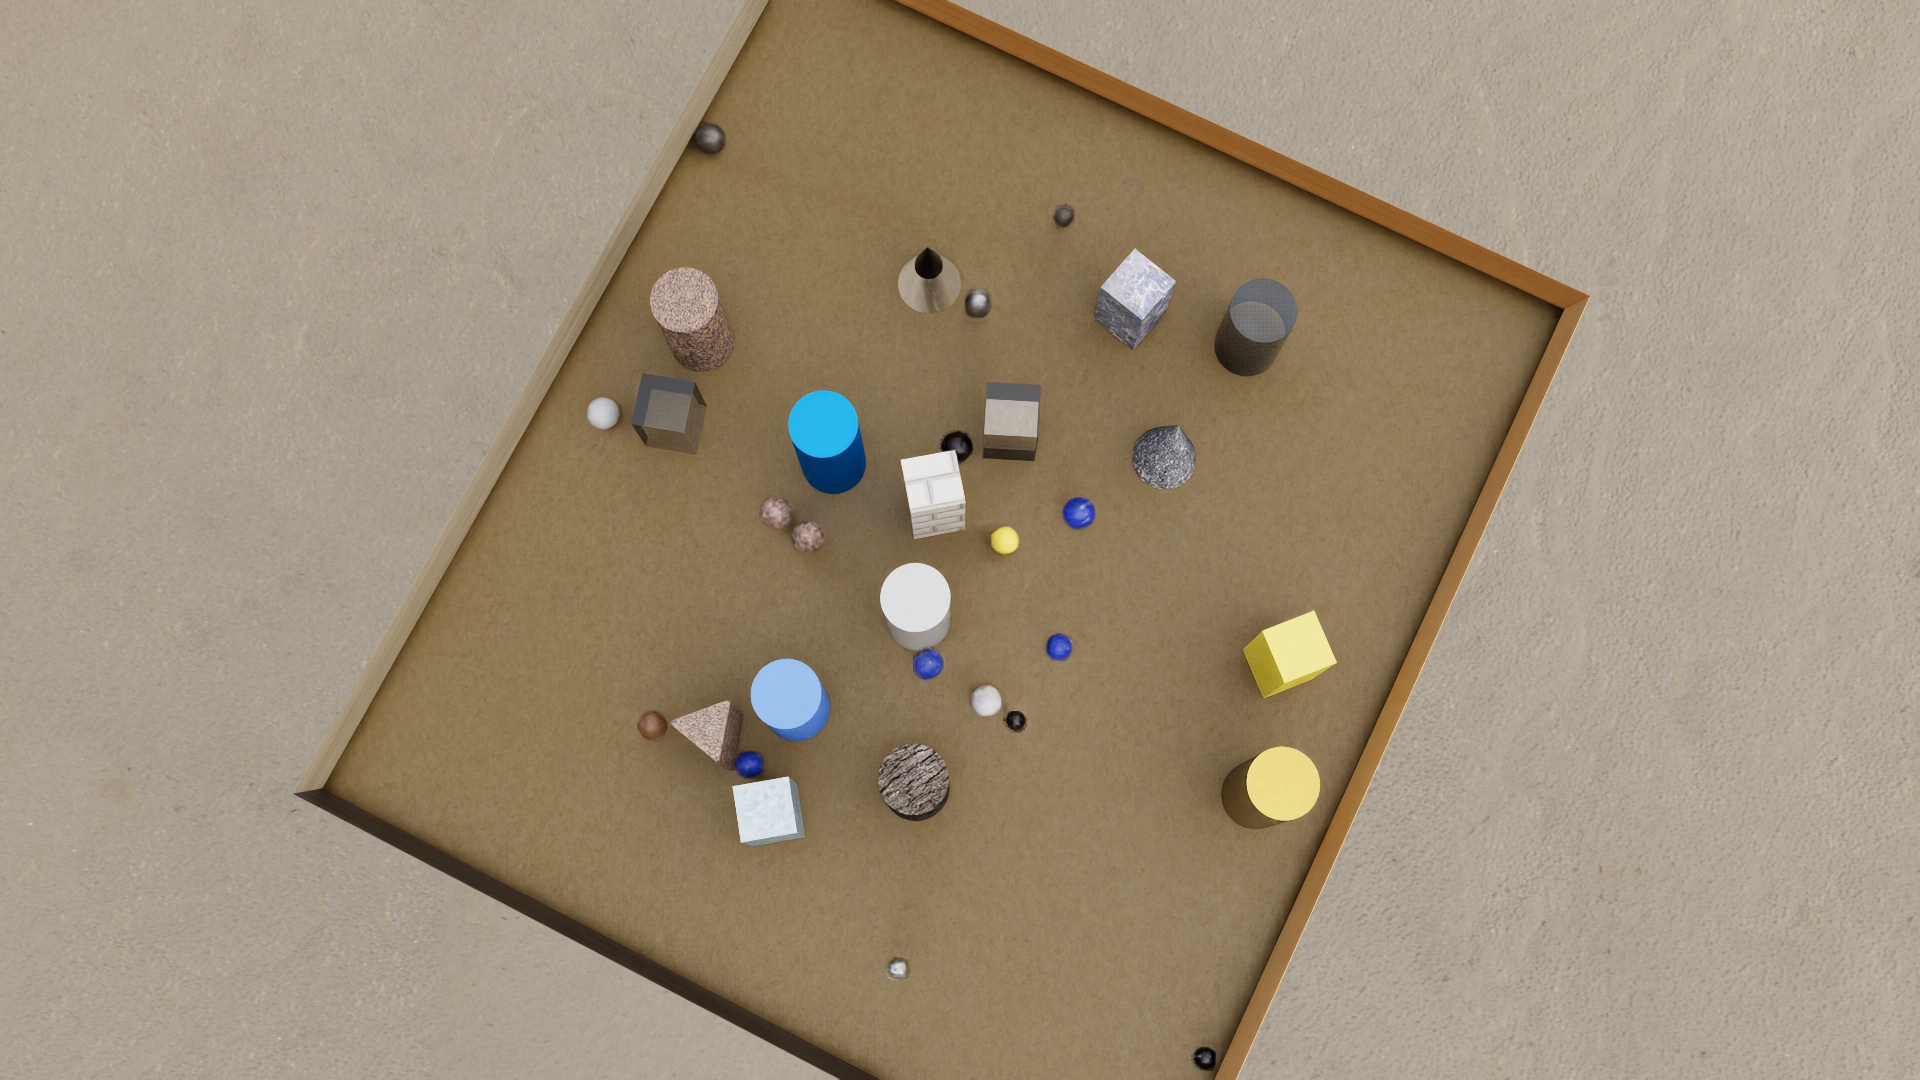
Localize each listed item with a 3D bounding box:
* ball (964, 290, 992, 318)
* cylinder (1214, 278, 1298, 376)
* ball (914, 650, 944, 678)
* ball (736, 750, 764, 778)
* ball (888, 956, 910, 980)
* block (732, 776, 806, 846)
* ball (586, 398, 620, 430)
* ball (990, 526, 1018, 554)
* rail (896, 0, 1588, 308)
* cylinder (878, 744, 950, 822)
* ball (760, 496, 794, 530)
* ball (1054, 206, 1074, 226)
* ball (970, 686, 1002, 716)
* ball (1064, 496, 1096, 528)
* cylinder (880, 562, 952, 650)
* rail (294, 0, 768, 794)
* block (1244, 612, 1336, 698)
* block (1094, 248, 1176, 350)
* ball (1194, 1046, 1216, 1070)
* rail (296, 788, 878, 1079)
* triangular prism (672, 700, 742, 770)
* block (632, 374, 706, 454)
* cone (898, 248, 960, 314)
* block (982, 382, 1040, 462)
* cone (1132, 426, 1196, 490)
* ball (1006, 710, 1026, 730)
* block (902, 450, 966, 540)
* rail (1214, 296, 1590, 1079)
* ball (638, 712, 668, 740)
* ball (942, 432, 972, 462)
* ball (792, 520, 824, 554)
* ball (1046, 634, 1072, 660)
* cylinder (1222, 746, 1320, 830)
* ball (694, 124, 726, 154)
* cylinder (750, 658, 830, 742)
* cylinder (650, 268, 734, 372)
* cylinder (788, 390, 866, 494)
[{"bbox_3d":[0.057,-0.738,5.726,0.084,0.084,0.084,0,78,0],"label":"ball"},{"bbox_3d":[0.897,-0.643,5.576,0.200,0.340,0.200,0,78,0],"label":"cylinder"},{"bbox_3d":[-0.093,0.372,5.495,0.087,0.087,0.087,0,78,0],"label":"ball"},{"bbox_3d":[-0.621,0.665,5.438,0.081,0.081,0.081,0,78,0],"label":"ball"},{"bbox_3d":[-0.179,1.245,5.325,0.066,0.066,0.066,0,78,0],"label":"ball"},{"bbox_3d":[-0.551,0.789,5.310,0.160,0.281,0.160,-10,78,-2],"label":"block"},{"bbox_3d":[-1.099,-0.391,5.647,0.100,0.100,0.100,0,78,0],"label":"ball"},{"bbox_3d":[0.136,0.001,5.573,0.085,0.085,0.085,0,78,0],"label":"ball"},{"bbox_3d":[0.682,-1.329,5.824,2.792,0.130,0.045,26,80,5],"label":"rail"},{"bbox_3d":[-0.131,0.705,5.305,0.200,0.325,0.200,0,78,0],"label":"cylinder"},{"bbox_3d":[-0.558,-0.082,5.583,0.099,0.099,0.099,0,78,0],"label":"ball"},{"bbox_3d":[0.329,-1.024,5.796,0.063,0.063,0.063,0,78,0],"label":"ball"},{"bbox_3d":[0.079,0.479,5.471,0.092,0.092,0.092,0,78,0],"label":"ball"},{"bbox_3d":[0.364,-0.083,5.584,0.098,0.098,0.098,0,78,0],"label":"ball"},{"bbox_3d":[-0.127,0.200,5.387,0.200,0.368,0.200,0,78,0],"label":"cylinder"},{"bbox_3d":[-1.228,-0.594,5.672,0.045,0.130,3.097,26,80,5],"label":"rail"},{"bbox_3d":[0.959,0.339,5.358,0.160,0.369,0.160,-21,79,-4],"label":"block"},{"bbox_3d":[0.533,-0.734,5.617,0.160,0.297,0.160,40,81,8],"label":"block"},{"bbox_3d":[0.705,1.492,5.275,0.065,0.065,0.065,0,78,0],"label":"ball"},{"bbox_3d":[-0.682,1.343,5.271,2.792,0.130,0.045,26,80,5],"label":"rail"},{"bbox_3d":[-0.700,0.545,5.334,0.173,0.333,0.150,39,81,7],"label":"triangular prism"},{"bbox_3d":[-0.880,-0.380,5.563,0.160,0.260,0.160,10,78,2],"label":"block"},{"bbox_3d":[-0.096,-0.843,5.628,0.200,0.319,0.200,0,78,0],"label":"cone"},{"bbox_3d":[0.155,-0.355,5.543,0.160,0.287,0.160,3,78,1],"label":"block"},{"bbox_3d":[0.632,-0.293,5.481,0.200,0.384,0.200,0,78,0],"label":"cone"},{"bbox_3d":[0.166,0.540,5.474,0.060,0.060,0.060,0,78,0],"label":"ball"},{"bbox_3d":[-0.077,-0.131,5.455,0.160,0.370,0.160,-11,79,-2],"label":"block"},{"bbox_3d":[1.228,0.608,5.424,0.045,0.130,3.097,26,80,5],"label":"rail"},{"bbox_3d":[-0.915,0.554,5.458,0.087,0.087,0.087,0,78,0],"label":"ball"},{"bbox_3d":[-0.009,-0.285,5.626,0.096,0.096,0.096,0,78,0],"label":"ball"},{"bbox_3d":[-0.462,-0.009,5.568,0.099,0.099,0.099,0,78,0],"label":"ball"},{"bbox_3d":[0.298,0.321,5.510,0.078,0.078,0.078,0,78,0],"label":"ball"},{"bbox_3d":[0.878,0.711,5.217,0.200,0.494,0.200,0,78,0],"label":"cylinder"},{"bbox_3d":[-0.795,-1.275,5.831,0.098,0.098,0.098,0,78,0],"label":"ball"},{"bbox_3d":[-0.490,0.469,5.338,0.200,0.355,0.200,0,78,0],"label":"cylinder"},{"bbox_3d":[-0.807,-0.663,5.552,0.200,0.395,0.200,0,78,0],"label":"cylinder"},{"bbox_3d":[-0.390,-0.285,5.445,0.200,0.453,0.200,0,78,0],"label":"cylinder"}]
